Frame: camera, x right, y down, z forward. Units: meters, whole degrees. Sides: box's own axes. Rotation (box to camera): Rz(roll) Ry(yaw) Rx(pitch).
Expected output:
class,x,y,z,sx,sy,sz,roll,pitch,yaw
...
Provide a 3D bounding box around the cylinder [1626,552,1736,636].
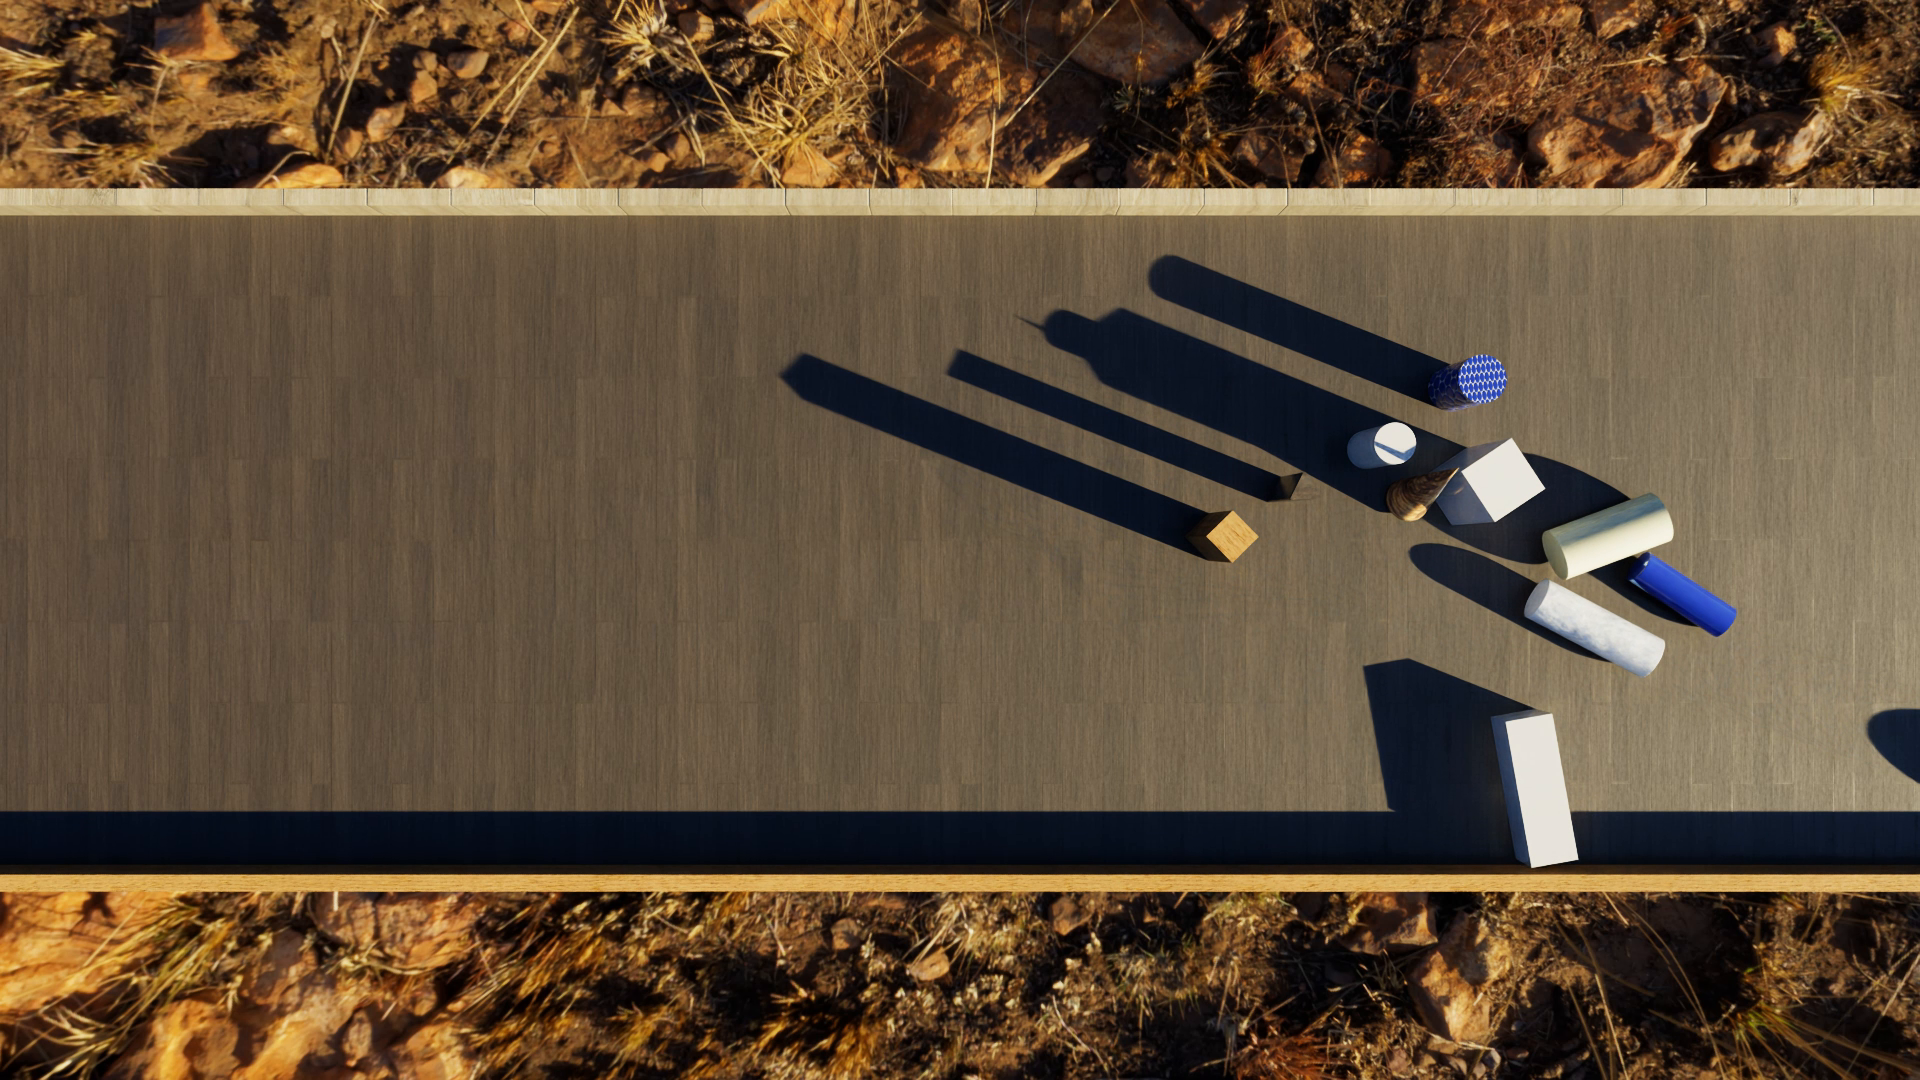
class,x,y,z,sx,sy,sz,roll,pitch,yaw
cylinder,2.197,0.166,5.024,0.314,0.104,0.104,33,90,0

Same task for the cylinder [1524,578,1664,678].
class,x,y,z,sx,sy,sz,roll,pitch,yaw
cylinder,1.925,0.267,5.010,0.392,0.133,0.133,28,90,0

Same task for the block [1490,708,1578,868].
class,x,y,z,sx,sy,sz,roll,pitch,yaw
block,1.741,0.750,5.006,0.142,0.142,0.444,-10,90,0

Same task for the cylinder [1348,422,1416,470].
class,x,y,z,sx,sy,sz,roll,pitch,yaw
cylinder,1.251,-0.278,4.909,0.120,0.336,0.120,0,90,0

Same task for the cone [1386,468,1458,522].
class,x,y,z,sx,sy,sz,roll,pitch,yaw
cone,1.388,-0.164,4.846,0.135,0.444,0.135,1,80,-3

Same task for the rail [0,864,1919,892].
class,x,y,z,sx,sy,sz,roll,pitch,yaw
rail,-2.247,1.025,5.001,12.000,0.150,0.050,0,90,0

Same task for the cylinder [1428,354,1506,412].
class,x,y,z,sx,sy,sz,roll,pitch,yaw
cylinder,1.511,-0.466,4.922,0.140,0.310,0.140,0,90,0

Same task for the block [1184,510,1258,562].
class,x,y,z,sx,sy,sz,roll,pitch,yaw
block,0.765,-0.010,4.852,0.104,0.448,0.104,-44,90,0

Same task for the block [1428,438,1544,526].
class,x,y,z,sx,sy,sz,roll,pitch,yaw
block,1.541,-0.168,4.881,0.173,0.386,0.173,-33,90,-1

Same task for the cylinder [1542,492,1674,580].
class,x,y,z,sx,sy,sz,roll,pitch,yaw
cylinder,1.960,-0.011,4.997,0.335,0.159,0.159,-20,90,0

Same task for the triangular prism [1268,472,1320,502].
class,x,y,z,sx,sy,sz,roll,pitch,yaw
triangular prism,0.988,-0.157,4.899,0.087,0.355,0.076,-3,90,0

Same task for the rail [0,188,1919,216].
class,x,y,z,sx,sy,sz,roll,pitch,yaw
rail,-2.247,-1.025,5.002,12.000,0.150,0.050,0,90,0
